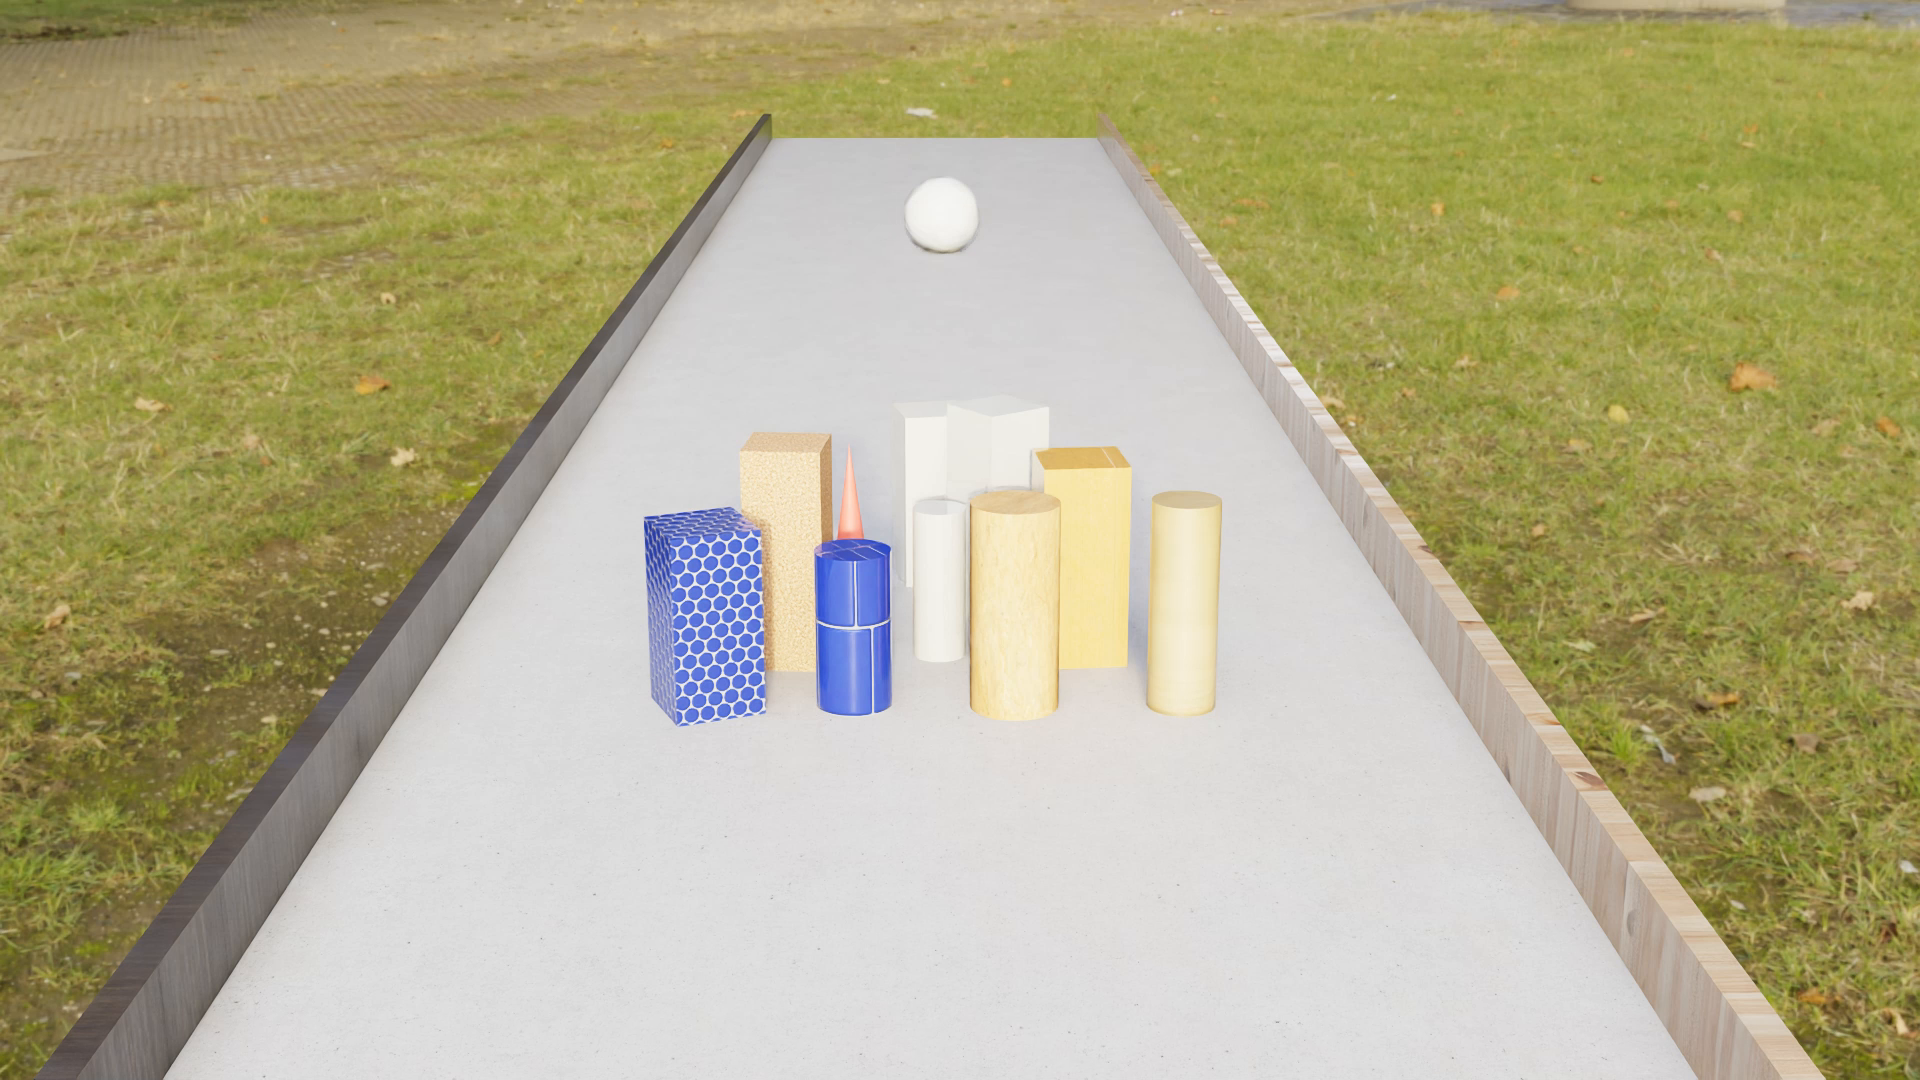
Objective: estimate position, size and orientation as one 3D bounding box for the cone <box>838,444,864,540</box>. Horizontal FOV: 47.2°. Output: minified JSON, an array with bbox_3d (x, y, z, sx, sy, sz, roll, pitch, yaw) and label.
[{"bbox_3d":[-0.229,-0.016,4.605,0.106,0.385,0.106,0,17,0],"label":"cone"}]

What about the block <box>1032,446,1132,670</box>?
[{"bbox_3d":[0.239,0.034,4.393,0.170,0.410,0.170,-2,17,-6],"label":"block"}]

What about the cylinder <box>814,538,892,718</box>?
[{"bbox_3d":[-0.200,0.165,4.139,0.145,0.305,0.145,0,17,0],"label":"cylinder"}]

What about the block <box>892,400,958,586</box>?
[{"bbox_3d":[-0.062,-0.105,4.908,0.150,0.384,0.150,-4,17,-12],"label":"block"}]

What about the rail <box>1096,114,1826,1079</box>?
[{"bbox_3d":[0.932,-0.844,7.801,0.050,0.150,12.000,0,17,-1],"label":"rail"}]

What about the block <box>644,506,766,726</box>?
[{"bbox_3d":[-0.478,0.141,4.121,0.172,0.360,0.172,-7,18,-23],"label":"block"}]

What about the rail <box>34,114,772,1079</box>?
[{"bbox_3d":[-1.118,-0.838,7.780,0.050,0.150,12.000,0,17,-1],"label":"rail"}]

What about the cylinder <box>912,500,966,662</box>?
[{"bbox_3d":[-0.041,0.083,4.412,0.107,0.306,0.107,0,17,0],"label":"cylinder"}]

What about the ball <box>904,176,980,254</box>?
[{"bbox_3d":[-0.075,-1.371,9.270,0.322,0.322,0.322,0,17,0],"label":"ball"}]

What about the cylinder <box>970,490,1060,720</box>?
[{"bbox_3d":[0.103,0.122,4.118,0.168,0.399,0.168,0,17,0],"label":"cylinder"}]

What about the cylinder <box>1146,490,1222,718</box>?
[{"bbox_3d":[0.419,0.119,4.118,0.130,0.404,0.130,0,17,0],"label":"cylinder"}]

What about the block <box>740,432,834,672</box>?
[{"bbox_3d":[-0.340,0.023,4.366,0.156,0.447,0.156,1,17,5],"label":"block"}]

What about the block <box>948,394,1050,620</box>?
[{"bbox_3d":[0.079,-0.062,4.635,0.151,0.456,0.151,-12,21,-36],"label":"block"}]
